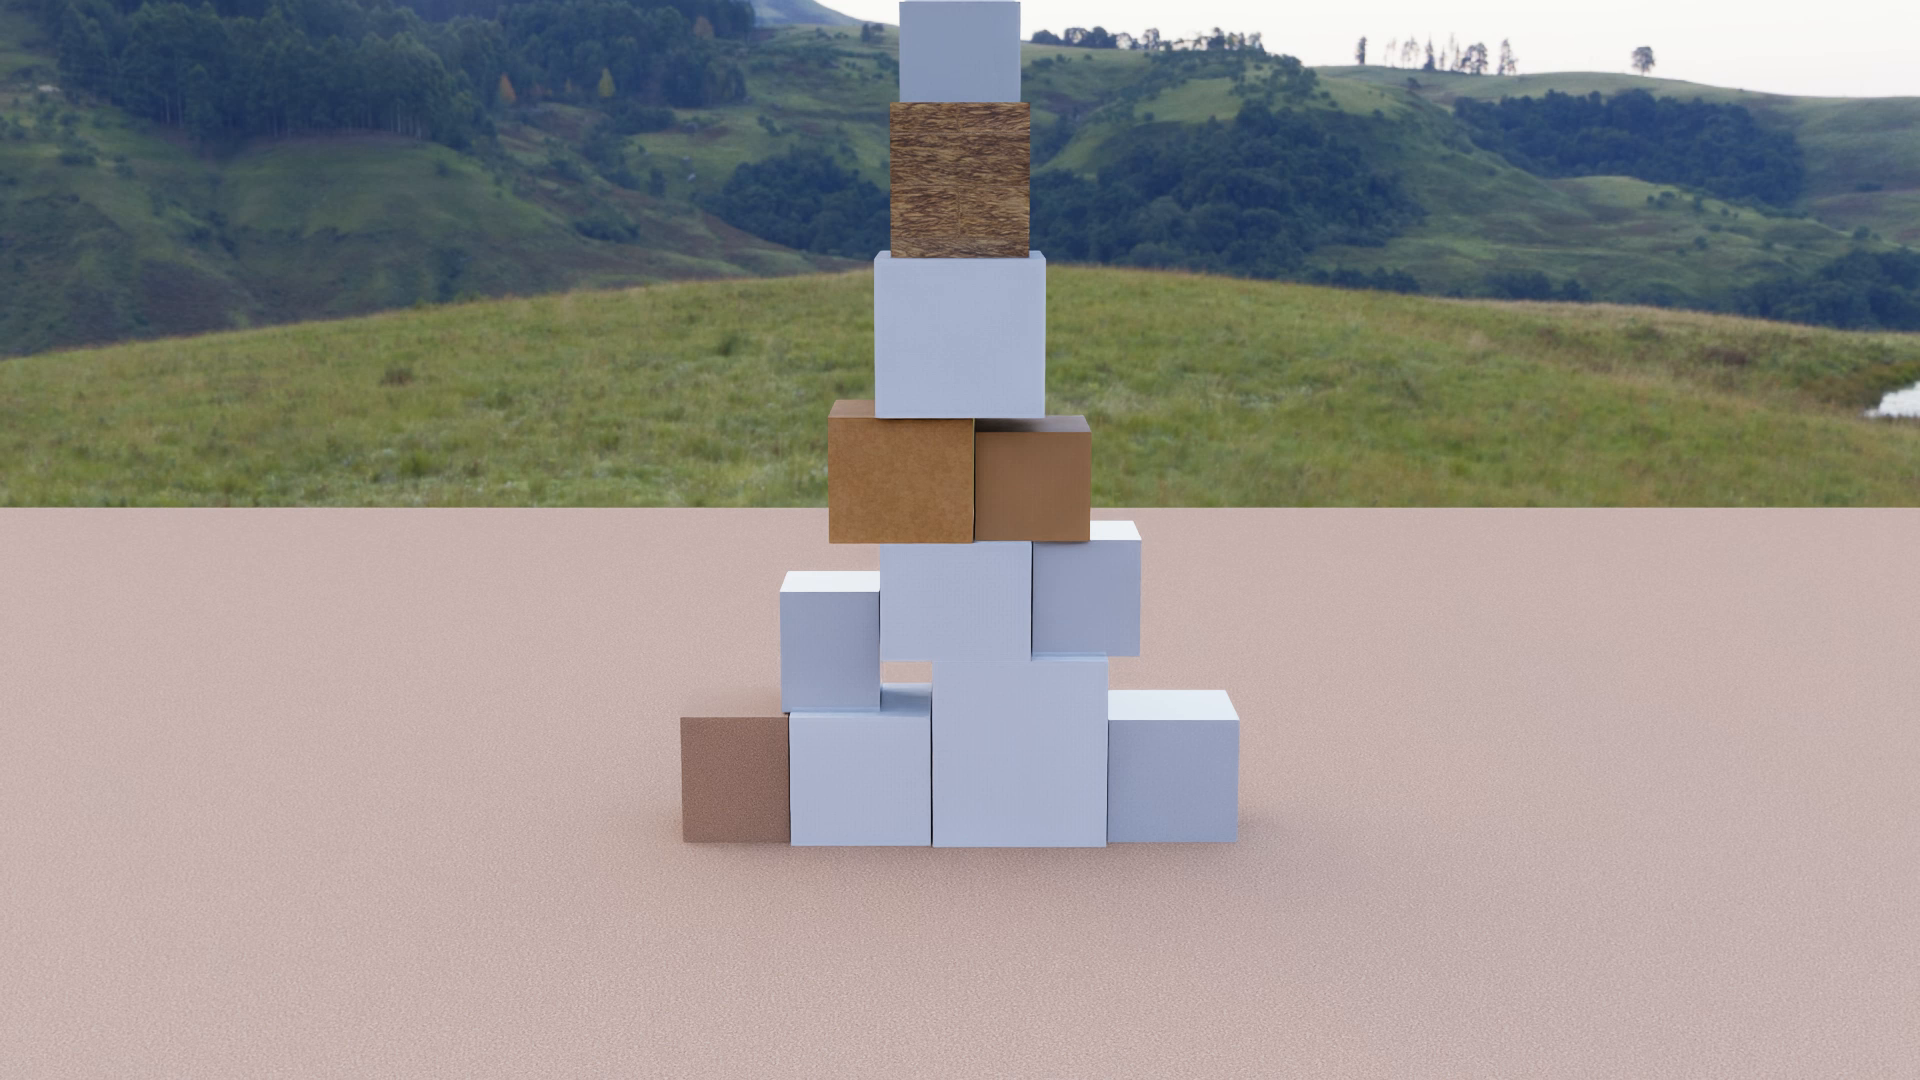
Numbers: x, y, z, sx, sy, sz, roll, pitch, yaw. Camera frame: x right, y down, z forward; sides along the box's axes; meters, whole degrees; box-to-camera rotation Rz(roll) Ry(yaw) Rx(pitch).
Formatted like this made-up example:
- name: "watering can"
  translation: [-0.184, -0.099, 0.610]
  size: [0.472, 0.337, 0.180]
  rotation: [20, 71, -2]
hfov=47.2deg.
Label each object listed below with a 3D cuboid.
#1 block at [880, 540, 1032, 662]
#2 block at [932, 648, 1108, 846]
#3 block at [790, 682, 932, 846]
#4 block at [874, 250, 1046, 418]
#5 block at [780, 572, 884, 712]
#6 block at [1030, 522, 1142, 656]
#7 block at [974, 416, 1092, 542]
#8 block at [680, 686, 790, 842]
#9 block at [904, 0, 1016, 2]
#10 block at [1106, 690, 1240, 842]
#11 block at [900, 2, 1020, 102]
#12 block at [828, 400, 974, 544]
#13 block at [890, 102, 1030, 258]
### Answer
- name: "block"
  translation: [-0.021, 0.243, 11.207]
  size: [0.745, 0.595, 0.740]
  rotation: [0, 10, 0]
- name: "block"
  translation: [0.300, 1.004, 11.364]
  size: [0.874, 0.959, 0.777]
  rotation: [0, 10, 0]
- name: "block"
  translation: [-0.500, 1.150, 11.381]
  size: [0.705, 0.665, 0.715]
  rotation: [0, 10, 0]
- name: "block"
  translation: [0.000, -1.038, 10.974]
  size: [0.821, 0.764, 0.819]
  rotation: [0, 10, 0]
- name: "block"
  translation: [-0.651, 0.516, 11.274]
  size: [0.495, 0.621, 0.524]
  rotation: [0, 10, 0]
- name: "block"
  translation: [0.630, 0.242, 11.213]
  size: [0.537, 0.594, 0.543]
  rotation: [0, 10, 0]
- name: "block"
  translation: [0.359, -0.321, 11.135]
  size: [0.568, 0.542, 0.671]
  rotation: [0, 10, 0]
- name: "block"
  translation: [-1.132, 1.154, 11.386]
  size: [0.540, 0.655, 0.622]
  rotation: [0, 10, 0]
- name: "block"
  translation: [0.000, -2.868, 10.668]
  size: [0.528, 0.532, 0.517]
  rotation: [0, 10, 0]
- name: "block"
  translation: [1.075, 1.163, 11.384]
  size: [0.656, 0.639, 0.607]
  rotation: [0, 10, 0]
- name: "block"
  translation: [0.000, -2.373, 10.744]
  size: [0.578, 0.470, 0.565]
  rotation: [0, 10, 0]
- name: "block"
  translation: [-0.289, -0.356, 11.098]
  size: [0.707, 0.623, 0.744]
  rotation: [0, 10, 0]
- name: "block"
  translation: [0.000, -1.779, 10.850]
  size: [0.668, 0.737, 0.601]
  rotation: [0, 10, 0]
